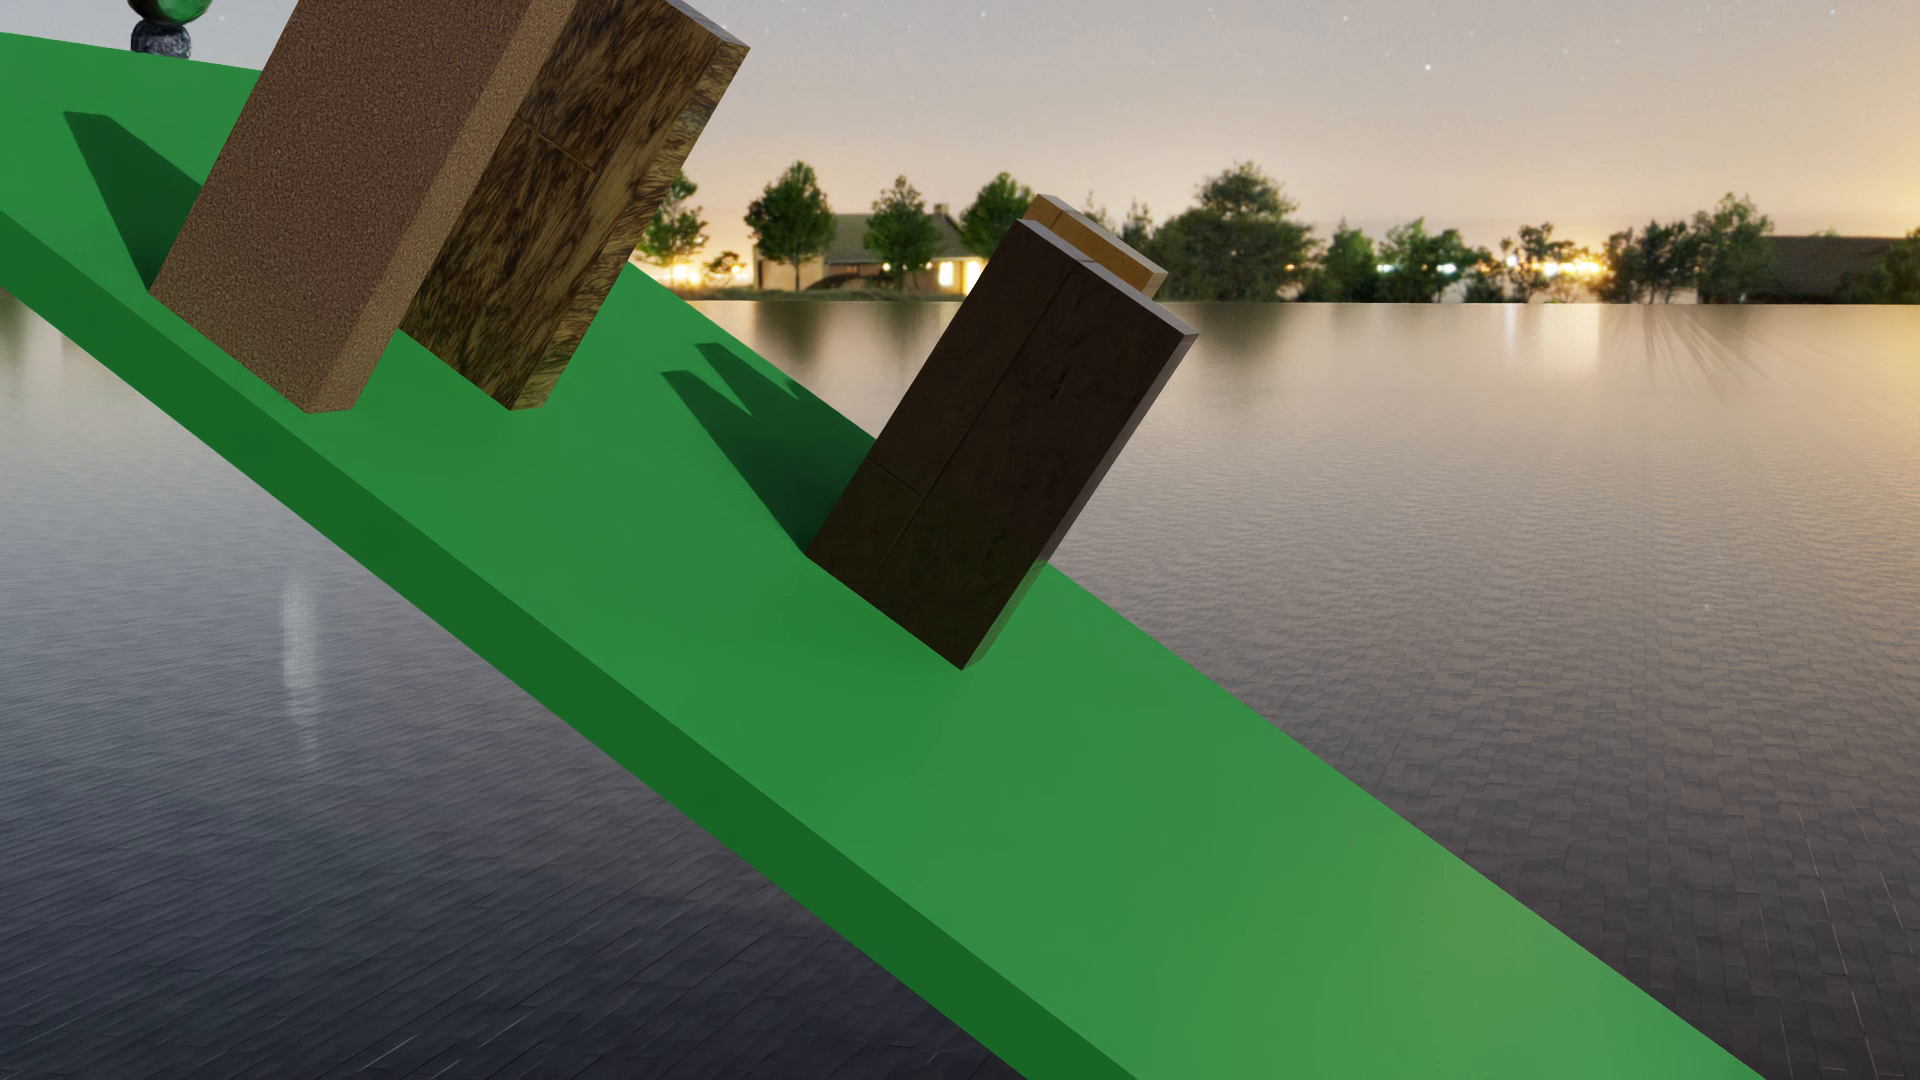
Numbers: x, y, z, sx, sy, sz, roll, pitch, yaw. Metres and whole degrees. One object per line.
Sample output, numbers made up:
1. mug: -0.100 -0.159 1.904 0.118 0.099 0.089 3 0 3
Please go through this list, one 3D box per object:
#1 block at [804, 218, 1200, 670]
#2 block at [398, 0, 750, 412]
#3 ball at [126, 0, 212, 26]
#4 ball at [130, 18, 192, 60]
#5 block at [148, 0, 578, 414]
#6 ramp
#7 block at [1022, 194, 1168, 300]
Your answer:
1. block: 0.072 -0.174 4.046 0.370 0.742 0.140 36 15 10
2. block: -0.717 -0.640 3.873 0.348 0.754 0.121 36 15 10
3. ball: -1.651 -1.169 4.584 0.192 0.192 0.192 0 7 0
4. ball: -1.703 -1.056 4.687 0.124 0.124 0.124 0 7 0
5. block: -0.916 -0.597 3.353 0.332 0.745 0.124 36 15 10
6. ramp: -0.121 0.205 4.096 4.000 0.100 2.000 36 15 10
7. block: 0.079 -0.287 4.371 0.275 0.763 0.136 36 15 10
